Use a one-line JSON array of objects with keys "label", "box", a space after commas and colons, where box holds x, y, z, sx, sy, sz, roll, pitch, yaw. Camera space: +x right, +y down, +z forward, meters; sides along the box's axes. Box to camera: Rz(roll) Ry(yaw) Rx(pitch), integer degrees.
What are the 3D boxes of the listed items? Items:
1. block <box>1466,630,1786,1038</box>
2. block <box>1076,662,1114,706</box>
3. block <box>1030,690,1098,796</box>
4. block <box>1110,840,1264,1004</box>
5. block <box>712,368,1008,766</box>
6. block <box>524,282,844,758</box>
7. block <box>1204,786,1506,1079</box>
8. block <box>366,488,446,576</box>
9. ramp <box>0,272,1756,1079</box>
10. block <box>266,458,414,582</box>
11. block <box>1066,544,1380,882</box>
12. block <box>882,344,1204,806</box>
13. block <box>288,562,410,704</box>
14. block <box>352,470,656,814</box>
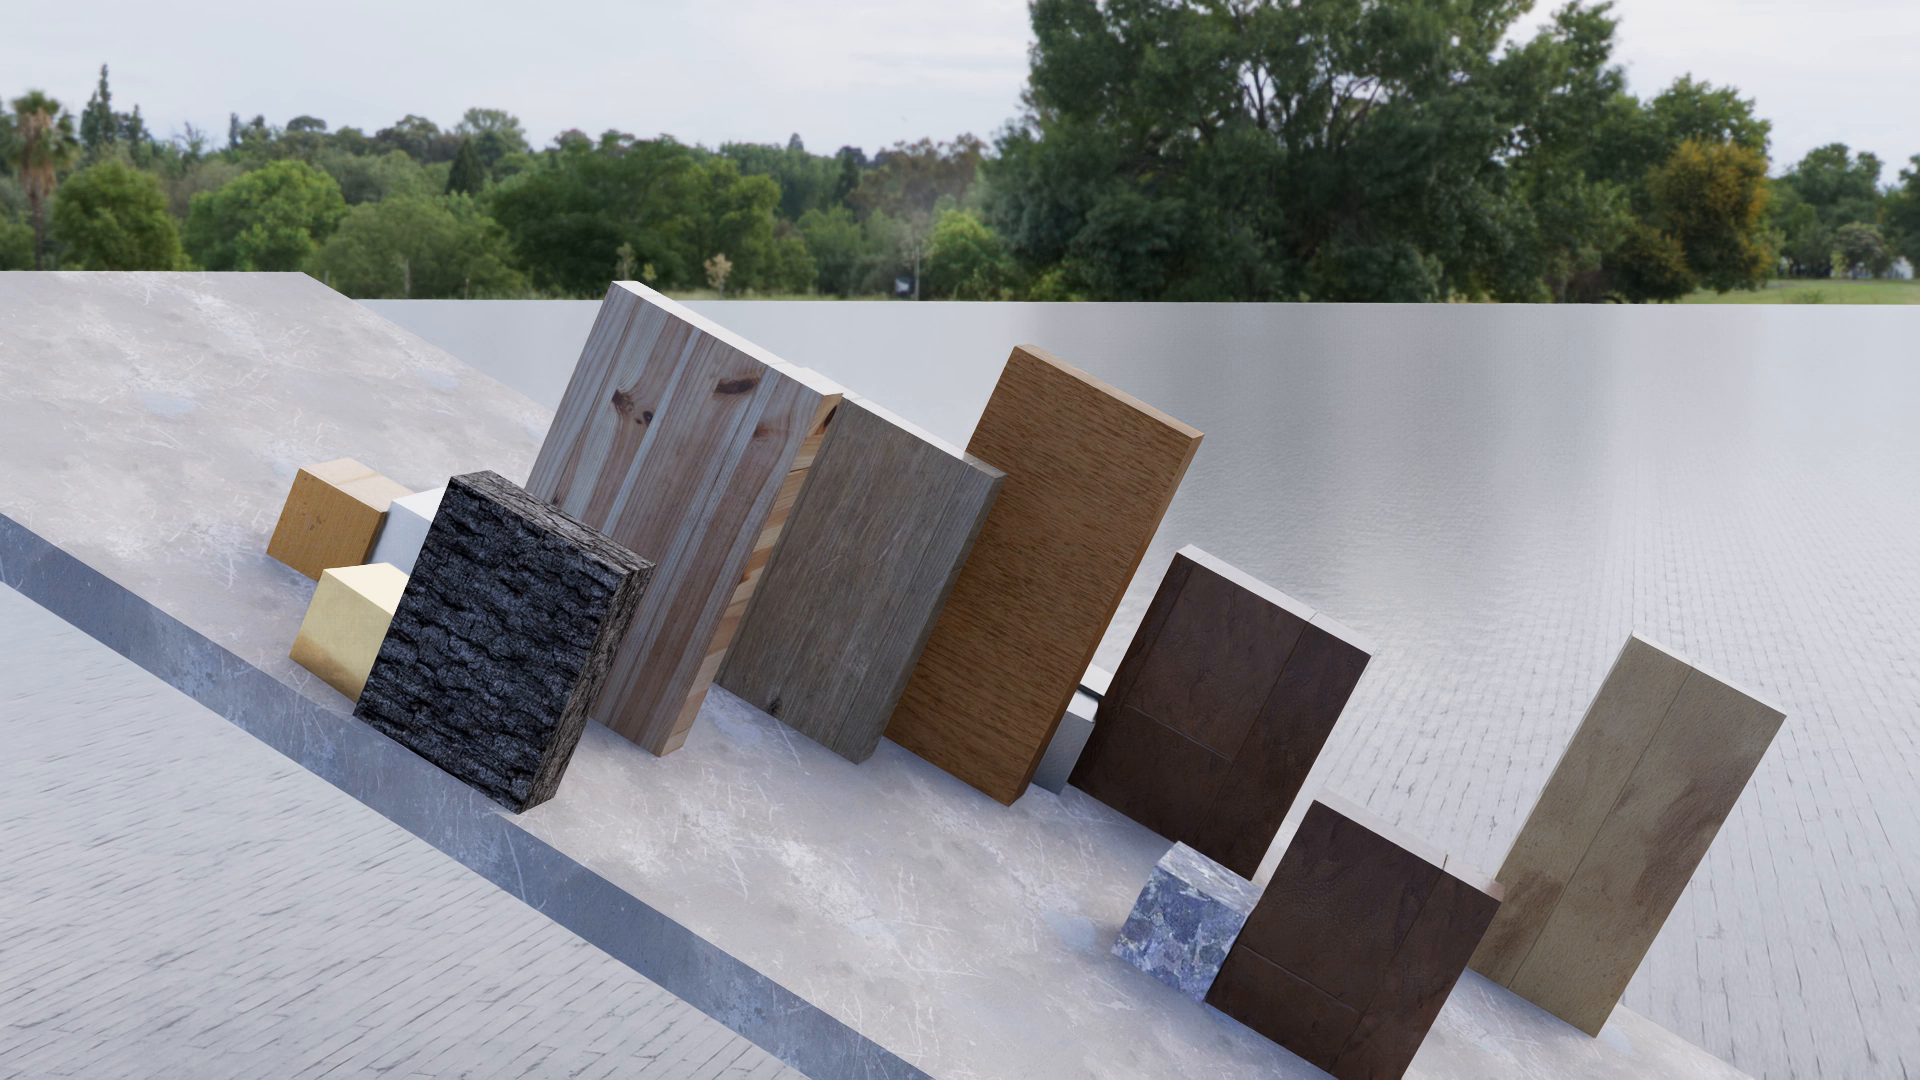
[{"label": "block", "box": [1.329, 0.599, 4.468, 0.328, 0.768, 0.084, 29, 14, 12]}, {"label": "block", "box": [0.215, 0.352, 4.652, 0.180, 0.180, 0.180, 29, 14, 12]}, {"label": "block", "box": [0.166, 0.384, 4.465, 0.168, 0.168, 0.168, 25, 14, -1]}, {"label": "block", "box": [0.399, 0.663, 3.825, 0.177, 0.177, 0.177, 29, 14, 14]}, {"label": "block", "box": [-0.237, 0.048, 4.080, 0.432, 0.602, 0.081, 29, 14, 12]}, {"label": "block", "box": [-0.525, -0.035, 3.701, 0.414, 0.683, 0.094, 29, 14, 12]}, {"label": "block", "box": [0.667, 0.686, 3.726, 0.344, 0.409, 0.100, 29, 14, 12]}, {"label": "block", "box": [-0.894, 0.044, 3.807, 0.186, 0.186, 0.186, 28, 14, 9]}, {"label": "ramp", "box": [-0.249, 0.420, 4.162, 4.000, 0.100, 2.000, 29, 14, 12]}, {"label": "block", "box": [-1.060, -0.024, 3.805, 0.165, 0.165, 0.165, 28, 14, 9]}, {"label": "block", "box": [0.526, 0.350, 4.461, 0.432, 0.533, 0.137, 29, 14, 12]}, {"label": "block", "box": [0.114, 0.068, 4.216, 0.378, 0.797, 0.115, 29, 14, 12]}, {"label": "block", "box": [-0.917, 0.146, 3.446, 0.156, 0.156, 0.156, 30, 14, 19]}, {"label": "block", "box": [-0.686, 0.151, 3.303, 0.306, 0.409, 0.115, 29, 14, 12]}]
